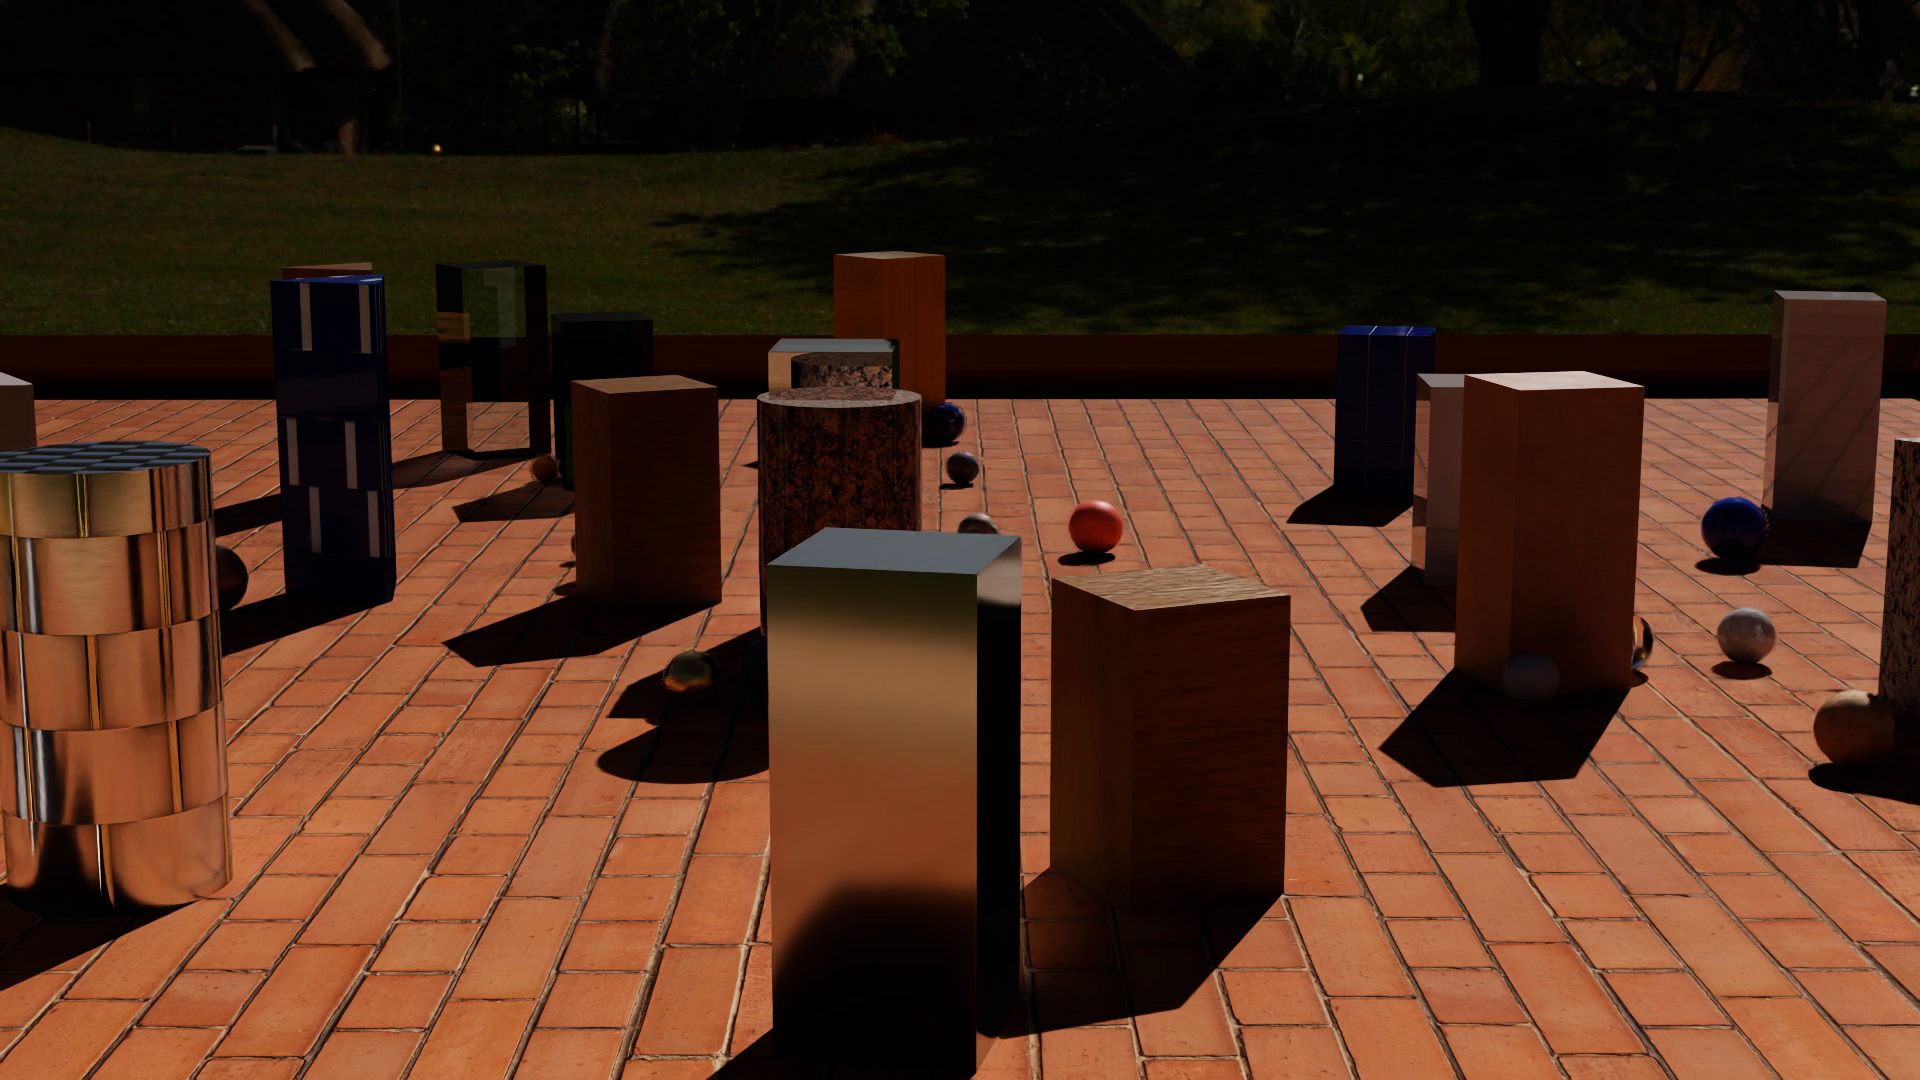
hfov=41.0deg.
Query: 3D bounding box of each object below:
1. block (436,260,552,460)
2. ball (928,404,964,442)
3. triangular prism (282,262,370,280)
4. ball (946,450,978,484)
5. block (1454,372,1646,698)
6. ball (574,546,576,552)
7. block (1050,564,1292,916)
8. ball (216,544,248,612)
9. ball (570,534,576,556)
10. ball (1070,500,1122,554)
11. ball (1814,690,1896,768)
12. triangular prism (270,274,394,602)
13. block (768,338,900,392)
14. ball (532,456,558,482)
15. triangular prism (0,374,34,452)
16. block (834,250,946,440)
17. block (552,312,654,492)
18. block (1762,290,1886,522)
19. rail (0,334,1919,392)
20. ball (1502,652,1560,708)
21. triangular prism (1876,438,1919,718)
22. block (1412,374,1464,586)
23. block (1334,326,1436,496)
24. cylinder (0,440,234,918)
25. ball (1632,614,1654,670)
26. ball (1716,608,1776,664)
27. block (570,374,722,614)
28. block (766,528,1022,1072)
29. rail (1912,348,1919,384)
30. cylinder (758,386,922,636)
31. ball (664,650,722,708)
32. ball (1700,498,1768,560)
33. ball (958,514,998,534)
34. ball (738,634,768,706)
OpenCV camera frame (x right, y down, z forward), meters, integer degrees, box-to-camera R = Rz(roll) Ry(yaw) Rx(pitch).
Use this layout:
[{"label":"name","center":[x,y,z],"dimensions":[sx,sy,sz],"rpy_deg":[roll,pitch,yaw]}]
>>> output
[{"label":"block","center":[-0.880,-0.341,4.840],"dimensions":[0.155,0.355,0.155],"rpy_deg":[-7,13,-33]},{"label":"ball","center":[-0.028,-0.229,5.005],"dimensions":[0.073,0.073,0.073],"rpy_deg":[0,11,0]},{"label":"triangular prism","center":[-1.053,-0.283,4.445],"dimensions":[0.168,0.384,0.145],"rpy_deg":[3,11,16]},{"label":"ball","center":[0.005,-0.128,4.505],"dimensions":[0.057,0.057,0.057],"rpy_deg":[0,11,0]},{"label":"block","center":[0.696,-0.011,3.046],"dimensions":[0.155,0.360,0.155],"rpy_deg":[-2,11,-12]},{"label":"ball","center":[-0.502,0.012,3.656],"dimensions":[0.093,0.093,0.093],"rpy_deg":[0,11,0]},{"label":"block","center":[0.185,0.174,2.296],"dimensions":[0.155,0.271,0.155],"rpy_deg":[-5,12,-24]},{"label":"ball","center":[-1.003,0.052,3.438],"dimensions":[0.094,0.094,0.094],"rpy_deg":[0,11,0]},{"label":"ball","center":[-0.553,0.008,3.803],"dimensions":[0.048,0.048,0.048],"rpy_deg":[0,11,0]},{"label":"ball","center":[0.204,-0.019,3.856],"dimensions":[0.081,0.081,0.081],"rpy_deg":[0,11,0]},{"label":"ball","center":[0.937,0.198,2.686],"dimensions":[0.081,0.081,0.081],"rpy_deg":[0,11,0]},{"label":"triangular prism","center":[-0.837,-0.147,3.573],"dimensions":[0.168,0.435,0.145],"rpy_deg":[4,11,19]},{"label":"block","center":[-0.160,-0.067,3.317],"dimensions":[0.155,0.371,0.155],"rpy_deg":[0,11,2]},{"label":"ball","center":[-0.732,-0.126,4.525],"dimensions":[0.047,0.047,0.047],"rpy_deg":[0,11,0]},{"label":"triangular prism","center":[-1.117,0.001,2.934],"dimensions":[0.168,0.377,0.145],"rpy_deg":[-1,11,-4]},{"label":"block","center":[-0.138,-0.379,5.035],"dimensions":[0.155,0.359,0.155],"rpy_deg":[-9,14,-39]},{"label":"block","center":[-0.625,-0.245,4.495],"dimensions":[0.155,0.292,0.155],"rpy_deg":[-3,11,-16]},{"label":"block","center":[1.405,-0.220,4.179],"dimensions":[0.155,0.357,0.155],"rpy_deg":[2,11,11]},{"label":"rail","center":[-0.013,-0.393,5.740],"dimensions":[4.369,0.126,0.045],"rpy_deg":[0,11,0]},{"label":"ball","center":[0.654,0.160,2.936],"dimensions":[0.064,0.064,0.064],"rpy_deg":[0,11,0]},{"label":"triangular prism","center":[1.155,0.043,2.888],"dimensions":[0.145,0.313,0.168],"rpy_deg":[-10,15,-44]},{"label":"block","center":[0.738,-0.088,3.673],"dimensions":[0.155,0.283,0.155],"rpy_deg":[1,11,3]},{"label":"block","center":[0.734,-0.225,4.435],"dimensions":[0.155,0.274,0.155],"rpy_deg":[3,11,13]},{"label":"cylinder","center":[-0.755,0.118,2.276],"dimensions":[0.194,0.388,0.194],"rpy_deg":[0,11,0]},{"label":"ball","center":[0.804,0.123,3.112],"dimensions":[0.073,0.073,0.073],"rpy_deg":[0,11,0]},{"label":"ball","center":[0.966,0.117,3.150],"dimensions":[0.070,0.070,0.070],"rpy_deg":[0,11,0]},{"label":"block","center":[-0.430,-0.066,3.518],"dimensions":[0.155,0.297,0.155],"rpy_deg":[-5,12,-27]},{"label":"block","center":[-0.046,0.190,1.933],"dimensions":[0.155,0.372,0.155],"rpy_deg":[2,11,13]},{"label":"rail","center":[2.161,0.030,3.461],"dimensions":[0.045,0.126,4.708],"rpy_deg":[0,11,0]},{"label":"cylinder","center":[-0.142,-0.001,3.045],"dimensions":[0.194,0.341,0.194],"rpy_deg":[0,11,0]},{"label":"ball","center":[-0.305,0.159,2.934],"dimensions":[0.067,0.067,0.067],"rpy_deg":[0,11,0]},{"label":"ball","center":[1.148,-0.017,3.806],"dimensions":[0.094,0.094,0.094],"rpy_deg":[0,11,0]},{"label":"ball","center":[0.027,-0.009,3.856],"dimensions":[0.062,0.062,0.062],"rpy_deg":[0,11,0]},{"label":"ball","center":[-0.209,0.149,2.934],"dimensions":[0.088,0.088,0.088],"rpy_deg":[0,11,0]}]
